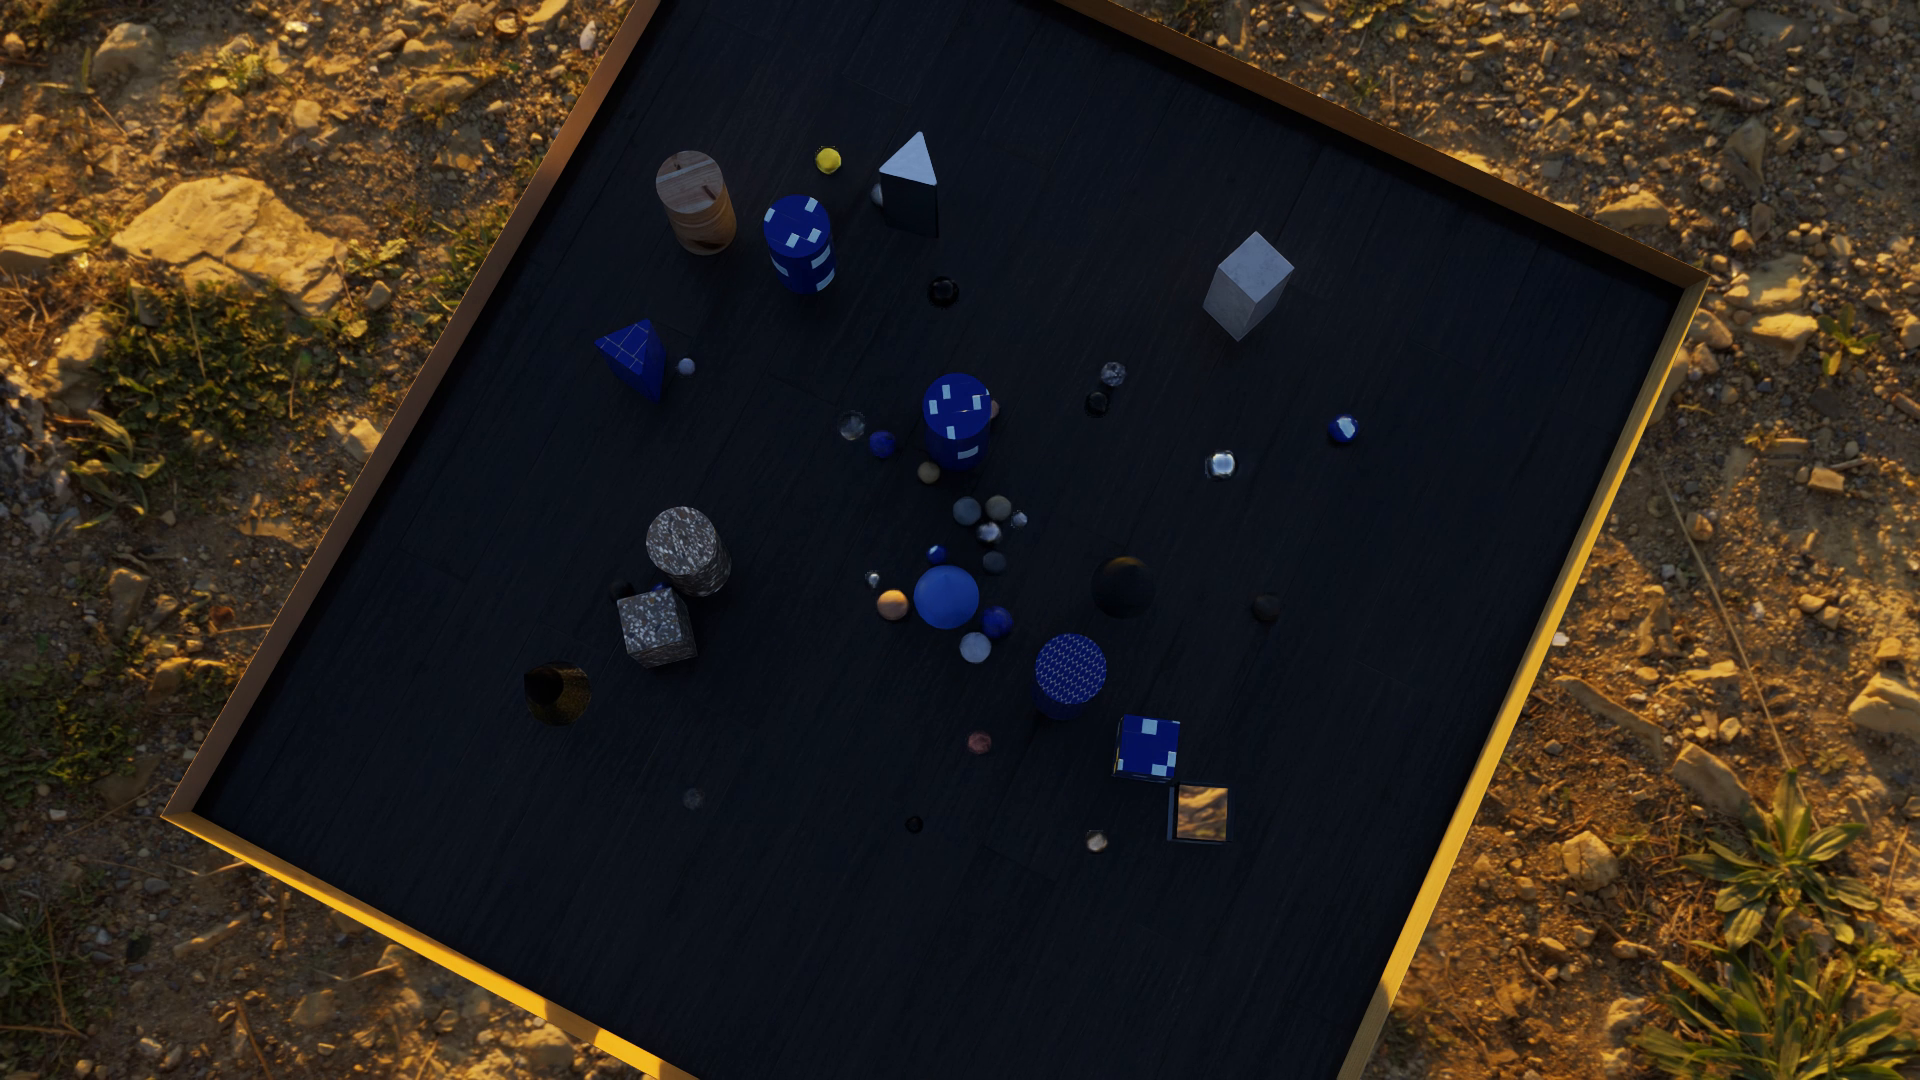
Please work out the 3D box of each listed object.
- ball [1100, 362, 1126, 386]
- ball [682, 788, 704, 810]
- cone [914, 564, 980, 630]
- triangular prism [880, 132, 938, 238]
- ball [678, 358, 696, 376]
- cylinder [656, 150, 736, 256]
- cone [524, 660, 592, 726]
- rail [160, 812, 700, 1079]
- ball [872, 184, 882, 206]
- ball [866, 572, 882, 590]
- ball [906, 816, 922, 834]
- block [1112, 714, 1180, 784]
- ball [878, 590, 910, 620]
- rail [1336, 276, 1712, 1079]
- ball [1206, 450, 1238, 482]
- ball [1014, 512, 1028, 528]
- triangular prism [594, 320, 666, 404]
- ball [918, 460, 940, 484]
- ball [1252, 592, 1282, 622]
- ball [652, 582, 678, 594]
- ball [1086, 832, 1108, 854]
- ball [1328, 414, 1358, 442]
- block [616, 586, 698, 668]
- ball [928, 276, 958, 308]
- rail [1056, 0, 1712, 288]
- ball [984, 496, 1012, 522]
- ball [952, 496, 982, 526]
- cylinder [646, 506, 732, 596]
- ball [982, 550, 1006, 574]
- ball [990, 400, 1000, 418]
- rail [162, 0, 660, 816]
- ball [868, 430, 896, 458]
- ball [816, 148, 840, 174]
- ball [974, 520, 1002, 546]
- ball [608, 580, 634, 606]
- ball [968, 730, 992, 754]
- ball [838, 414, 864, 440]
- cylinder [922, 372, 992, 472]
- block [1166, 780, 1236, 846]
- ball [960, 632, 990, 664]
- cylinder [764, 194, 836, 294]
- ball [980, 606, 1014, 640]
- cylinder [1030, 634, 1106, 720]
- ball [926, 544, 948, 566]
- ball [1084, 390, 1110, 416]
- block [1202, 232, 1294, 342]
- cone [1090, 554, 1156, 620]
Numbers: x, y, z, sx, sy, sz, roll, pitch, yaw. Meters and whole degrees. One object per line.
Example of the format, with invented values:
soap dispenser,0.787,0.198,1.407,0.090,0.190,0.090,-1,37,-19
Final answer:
ball,0.476,-0.515,5.683,0.078,0.078,0.078,0,78,0
ball,-0.791,0.766,5.426,0.062,0.062,0.062,0,78,0
cone,-0.041,0.135,5.397,0.200,0.375,0.200,0,78,0
triangular prism,-0.136,-1.094,5.621,0.173,0.435,0.150,14,79,3
ball,-0.850,-0.537,5.700,0.055,0.055,0.055,0,78,0
cylinder,-0.809,-1.034,5.649,0.200,0.355,0.200,0,78,0
cone,-1.211,0.416,5.304,0.200,0.445,0.200,0,78,0
rail,-0.785,1.544,5.230,3.414,0.130,0.045,26,80,5
ball,-0.244,-1.094,5.805,0.075,0.075,0.075,0,78,0
ball,-0.261,0.124,5.565,0.050,0.050,0.050,0,78,0
ball,-0.135,0.842,5.416,0.052,0.052,0.052,0,78,0
block,0.542,0.613,5.366,0.160,0.242,0.160,8,78,2
ball,-0.201,0.196,5.527,0.095,0.095,0.095,0,78,0
rail,1.505,0.744,5.395,0.045,0.130,3.557,26,80,5
ball,0.804,-0.229,5.614,0.099,0.099,0.099,0,78,0
ball,0.185,-0.061,5.606,0.045,0.045,0.045,0,78,0
triangular prism,-0.967,-0.563,5.573,0.173,0.313,0.150,35,80,7
ball,-0.096,-0.209,5.623,0.072,0.072,0.072,0,78,0
ball,0.925,0.203,5.527,0.092,0.092,0.092,0,78,0
ball,-0.895,0.166,5.542,0.079,0.079,0.079,0,78,0
ball,0.403,0.893,5.397,0.067,0.067,0.067,0,78,0
ball,1.182,-0.344,5.642,0.090,0.090,0.090,0,78,0
block,-0.889,0.261,5.401,0.160,0.316,0.160,-14,79,-3
ball,-0.051,-0.775,5.729,0.095,0.095,0.095,0,78,0
rail,0.785,-1.530,5.866,3.414,0.130,0.045,26,80,5
ball,0.116,-0.097,5.595,0.081,0.081,0.081,0,78,0
ball,0.022,-0.088,5.590,0.089,0.089,0.089,0,78,0
cylinder,-0.798,0.039,5.422,0.200,0.365,0.200,0,78,0
ball,0.103,0.069,5.566,0.071,0.071,0.071,0,78,0
ball,0.094,-0.405,5.672,0.056,0.056,0.056,0,78,0
rail,-1.505,-0.730,5.700,0.045,0.130,3.557,26,80,5
ball,-0.239,-0.296,5.634,0.085,0.085,0.085,0,78,0
ball,-0.419,-1.205,5.826,0.079,0.079,0.079,0,78,0
ball,0.086,-0.021,5.578,0.085,0.085,0.085,0,78,0
ball,-1.026,0.159,5.544,0.079,0.079,0.079,0,78,0
ball,0.059,0.603,5.455,0.072,0.072,0.072,0,78,0
ball,-0.334,-0.350,5.647,0.082,0.082,0.082,0,78,0
cylinder,-0.008,-0.347,5.486,0.200,0.396,0.200,0,78,0
block,0.699,0.794,5.322,0.160,0.256,0.160,4,78,1
ball,0.046,0.323,5.502,0.094,0.094,0.094,0,78,0
cylinder,-0.489,-0.906,5.639,0.200,0.323,0.200,0,78,0
ball,0.110,0.249,5.514,0.100,0.100,0.100,0,78,0
cylinder,0.310,0.402,5.319,0.200,0.420,0.200,0,78,0
ball,-0.068,0.046,5.574,0.065,0.065,0.065,0,78,0
ball,0.425,-0.424,5.663,0.081,0.081,0.081,0,78,0
block,0.875,-0.768,5.588,0.160,0.367,0.160,-43,81,-8
cone,0.499,0.107,5.411,0.200,0.359,0.200,0,78,0
